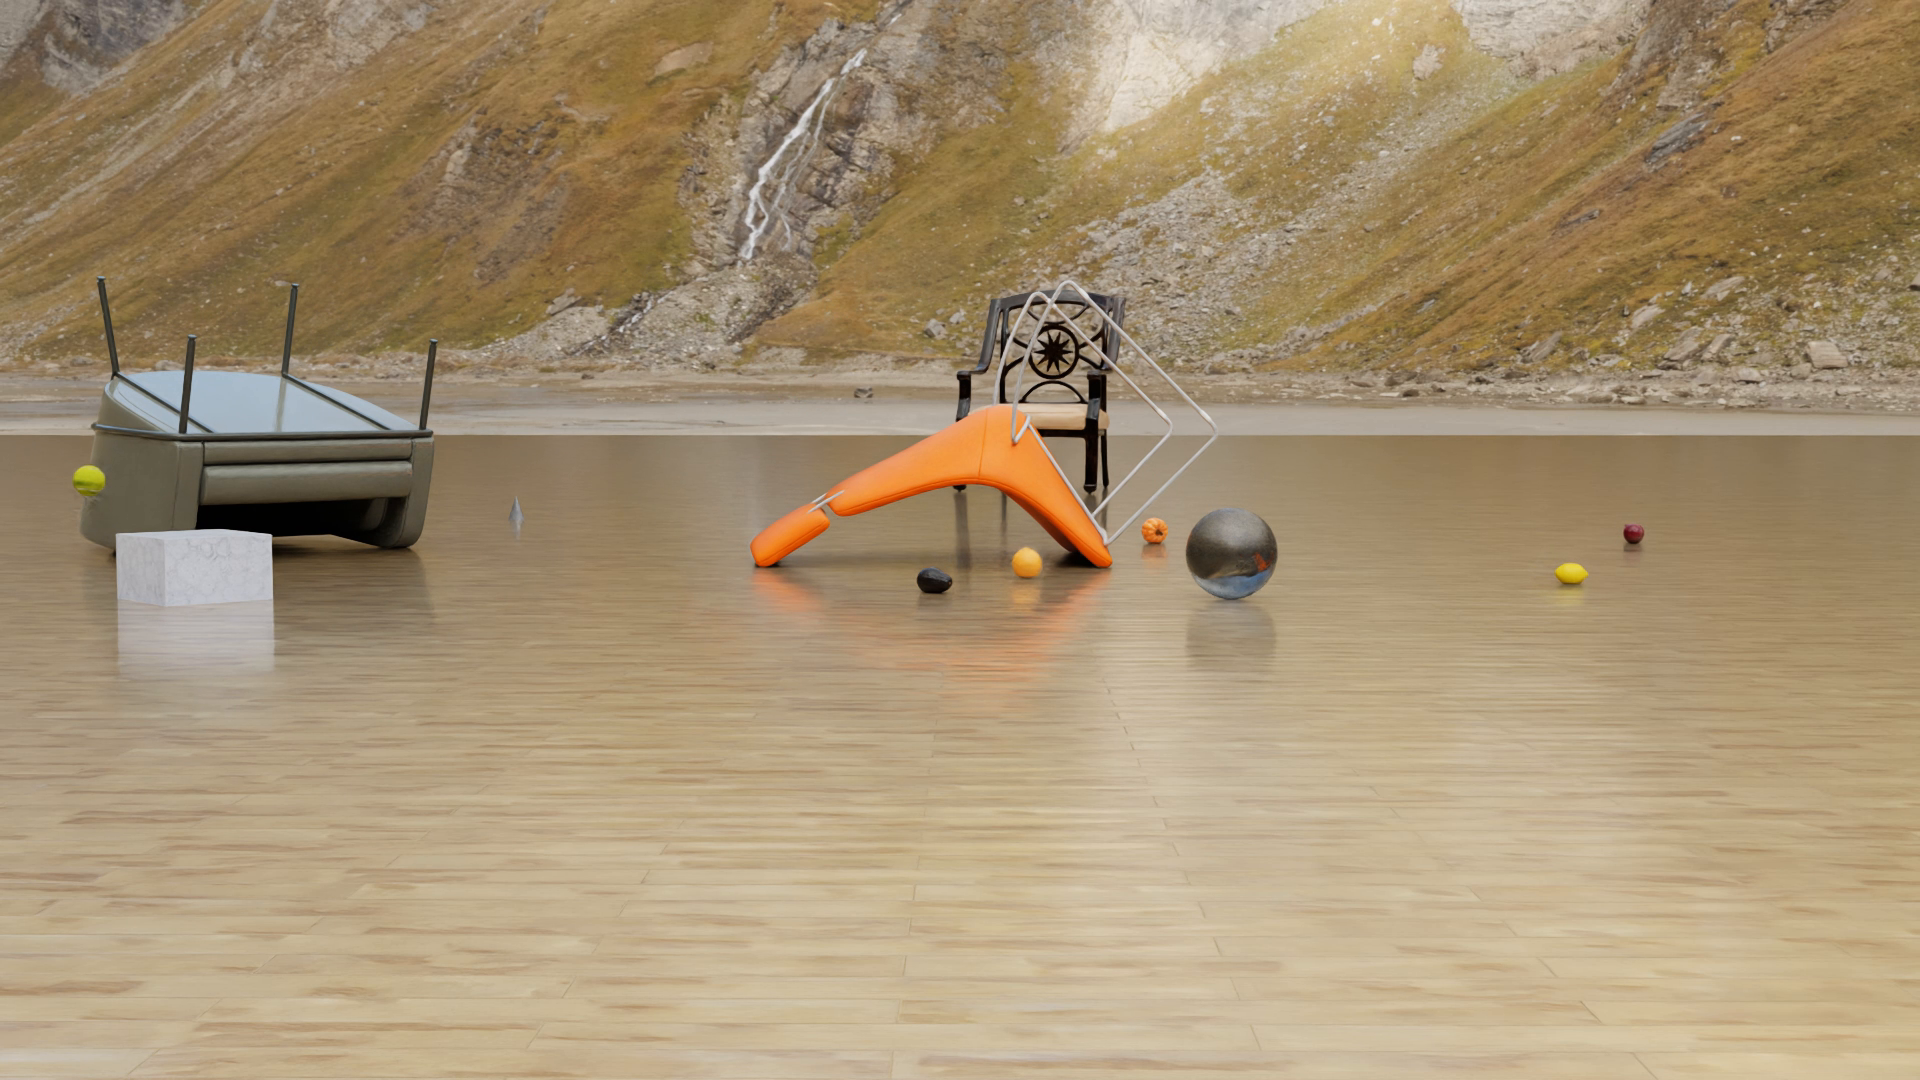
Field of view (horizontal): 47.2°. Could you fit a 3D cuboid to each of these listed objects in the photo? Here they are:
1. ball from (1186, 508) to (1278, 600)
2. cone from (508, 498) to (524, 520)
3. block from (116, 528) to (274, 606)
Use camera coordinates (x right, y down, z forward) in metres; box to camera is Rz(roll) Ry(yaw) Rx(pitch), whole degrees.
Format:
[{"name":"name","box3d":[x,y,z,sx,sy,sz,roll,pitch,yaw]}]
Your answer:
[{"name":"ball","box3d":[0.580,0.028,4.696,0.197,0.197,0.197,0,4,0]},{"name":"cone","box3d":[-1.523,-0.112,7.551,0.052,0.087,0.094,-2,5,-29]},{"name":"block","box3d":[-1.640,0.056,4.712,0.235,0.139,0.245,-4,5,-43]}]
